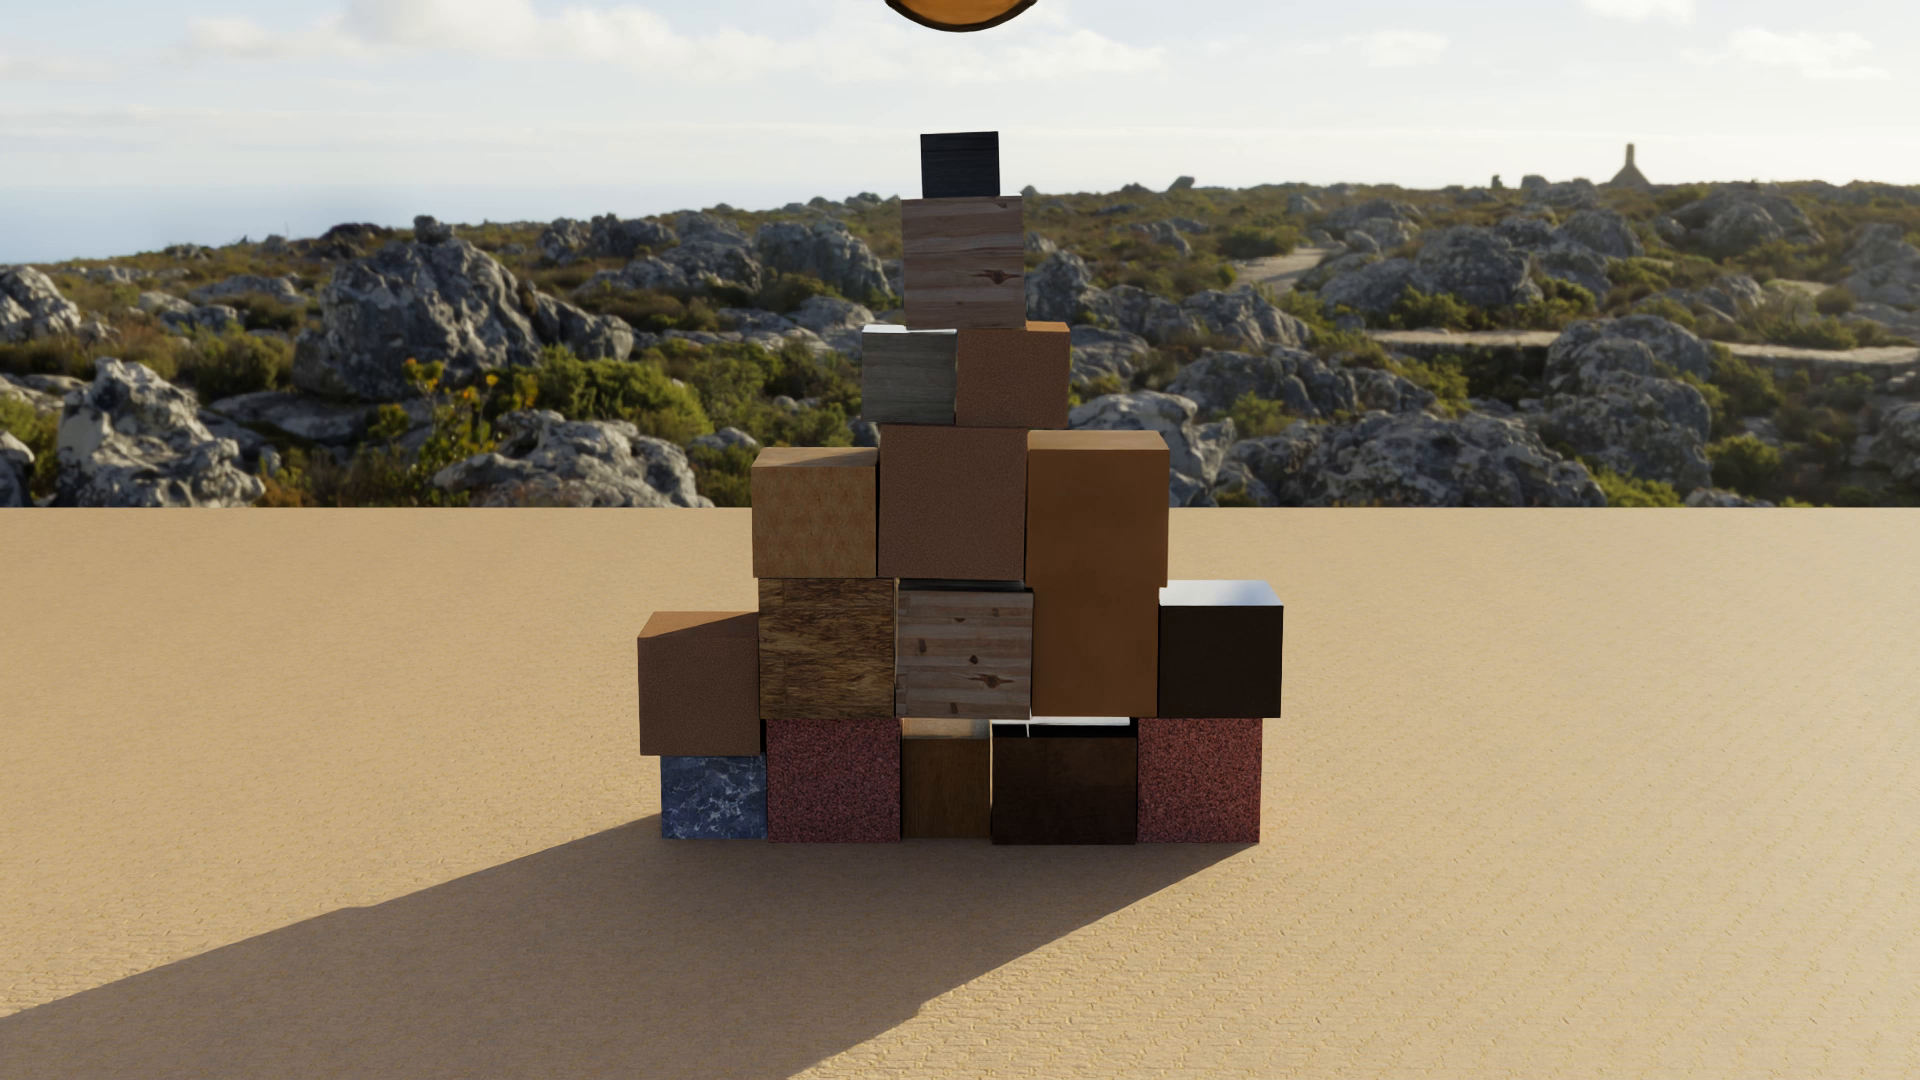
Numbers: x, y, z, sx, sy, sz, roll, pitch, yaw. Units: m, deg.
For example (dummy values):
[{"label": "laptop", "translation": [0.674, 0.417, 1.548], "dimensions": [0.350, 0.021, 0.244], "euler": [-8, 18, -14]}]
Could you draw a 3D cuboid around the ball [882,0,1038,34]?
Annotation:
[{"label": "ball", "translation": [0.000, -4.421, 15.616], "dimensions": [1.600, 1.600, 1.600], "euler": [0, 10, 0]}]

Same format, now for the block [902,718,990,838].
[{"label": "block", "translation": [-0.069, 1.217, 11.416], "dimensions": [0.447, 0.520, 0.512], "euler": [0, 10, 0]}]

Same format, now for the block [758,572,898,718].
[{"label": "block", "translation": [-0.662, 0.472, 11.271], "dimensions": [0.665, 0.711, 0.776], "euler": [0, 10, 0]}]

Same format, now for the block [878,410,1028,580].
[{"label": "block", "translation": [-0.037, -0.239, 11.124], "dimensions": [0.717, 0.756, 0.668], "euler": [1, 10, 0]}]

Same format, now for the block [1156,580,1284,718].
[{"label": "block", "translation": [1.303, 0.552, 11.284], "dimensions": [0.610, 0.578, 0.635], "euler": [0, 10, 0]}]

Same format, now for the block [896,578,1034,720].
[{"label": "block", "translation": [0.021, 0.514, 11.257], "dimensions": [0.669, 0.648, 0.685], "euler": [1, 10, 0]}]

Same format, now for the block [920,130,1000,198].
[{"label": "block", "translation": [0.002, -1.853, 10.839], "dimensions": [0.382, 0.308, 0.331], "euler": [-2, 10, 0]}]

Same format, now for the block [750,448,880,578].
[{"label": "block", "translation": [-0.719, -0.147, 11.145], "dimensions": [0.608, 0.554, 0.690], "euler": [0, 10, 0]}]

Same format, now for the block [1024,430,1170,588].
[{"label": "block", "translation": [0.677, -0.169, 11.165], "dimensions": [0.700, 0.689, 0.717], "euler": [0, 10, 0]}]

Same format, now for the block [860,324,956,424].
[{"label": "block", "translation": [-0.255, -0.838, 11.043], "dimensions": [0.460, 0.441, 0.458], "euler": [1, 10, 0]}]

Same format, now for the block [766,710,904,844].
[{"label": "block", "translation": [-0.637, 1.149, 11.388], "dimensions": [0.668, 0.664, 0.648], "euler": [0, 10, 0]}]

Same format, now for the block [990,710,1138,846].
[{"label": "block", "translation": [0.525, 1.199, 11.399], "dimensions": [0.721, 0.562, 0.715], "euler": [0, 10, 0]}]

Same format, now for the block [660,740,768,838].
[{"label": "block", "translation": [-1.249, 1.249, 11.422], "dimensions": [0.536, 0.456, 0.534], "euler": [0, 10, 0]}]

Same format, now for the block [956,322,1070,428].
[{"label": "block", "translation": [0.259, -0.837, 11.016], "dimensions": [0.547, 0.474, 0.574], "euler": [1, 10, 0]}]

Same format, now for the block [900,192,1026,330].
[{"label": "block", "translation": [0.018, -1.390, 10.920], "dimensions": [0.584, 0.632, 0.593], "euler": [-2, 10, 0]}]

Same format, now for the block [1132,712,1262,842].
[{"label": "block", "translation": [1.206, 1.158, 11.383], "dimensions": [0.622, 0.649, 0.626], "euler": [0, 10, 0]}]

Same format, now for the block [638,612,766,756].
[{"label": "block", "translation": [-1.306, 0.729, 11.304], "dimensions": [0.603, 0.609, 0.620], "euler": [0, 10, 0]}]

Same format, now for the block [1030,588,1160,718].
[{"label": "block", "translation": [0.676, 0.507, 11.256], "dimensions": [0.627, 0.674, 0.558], "euler": [0, 10, 0]}]
